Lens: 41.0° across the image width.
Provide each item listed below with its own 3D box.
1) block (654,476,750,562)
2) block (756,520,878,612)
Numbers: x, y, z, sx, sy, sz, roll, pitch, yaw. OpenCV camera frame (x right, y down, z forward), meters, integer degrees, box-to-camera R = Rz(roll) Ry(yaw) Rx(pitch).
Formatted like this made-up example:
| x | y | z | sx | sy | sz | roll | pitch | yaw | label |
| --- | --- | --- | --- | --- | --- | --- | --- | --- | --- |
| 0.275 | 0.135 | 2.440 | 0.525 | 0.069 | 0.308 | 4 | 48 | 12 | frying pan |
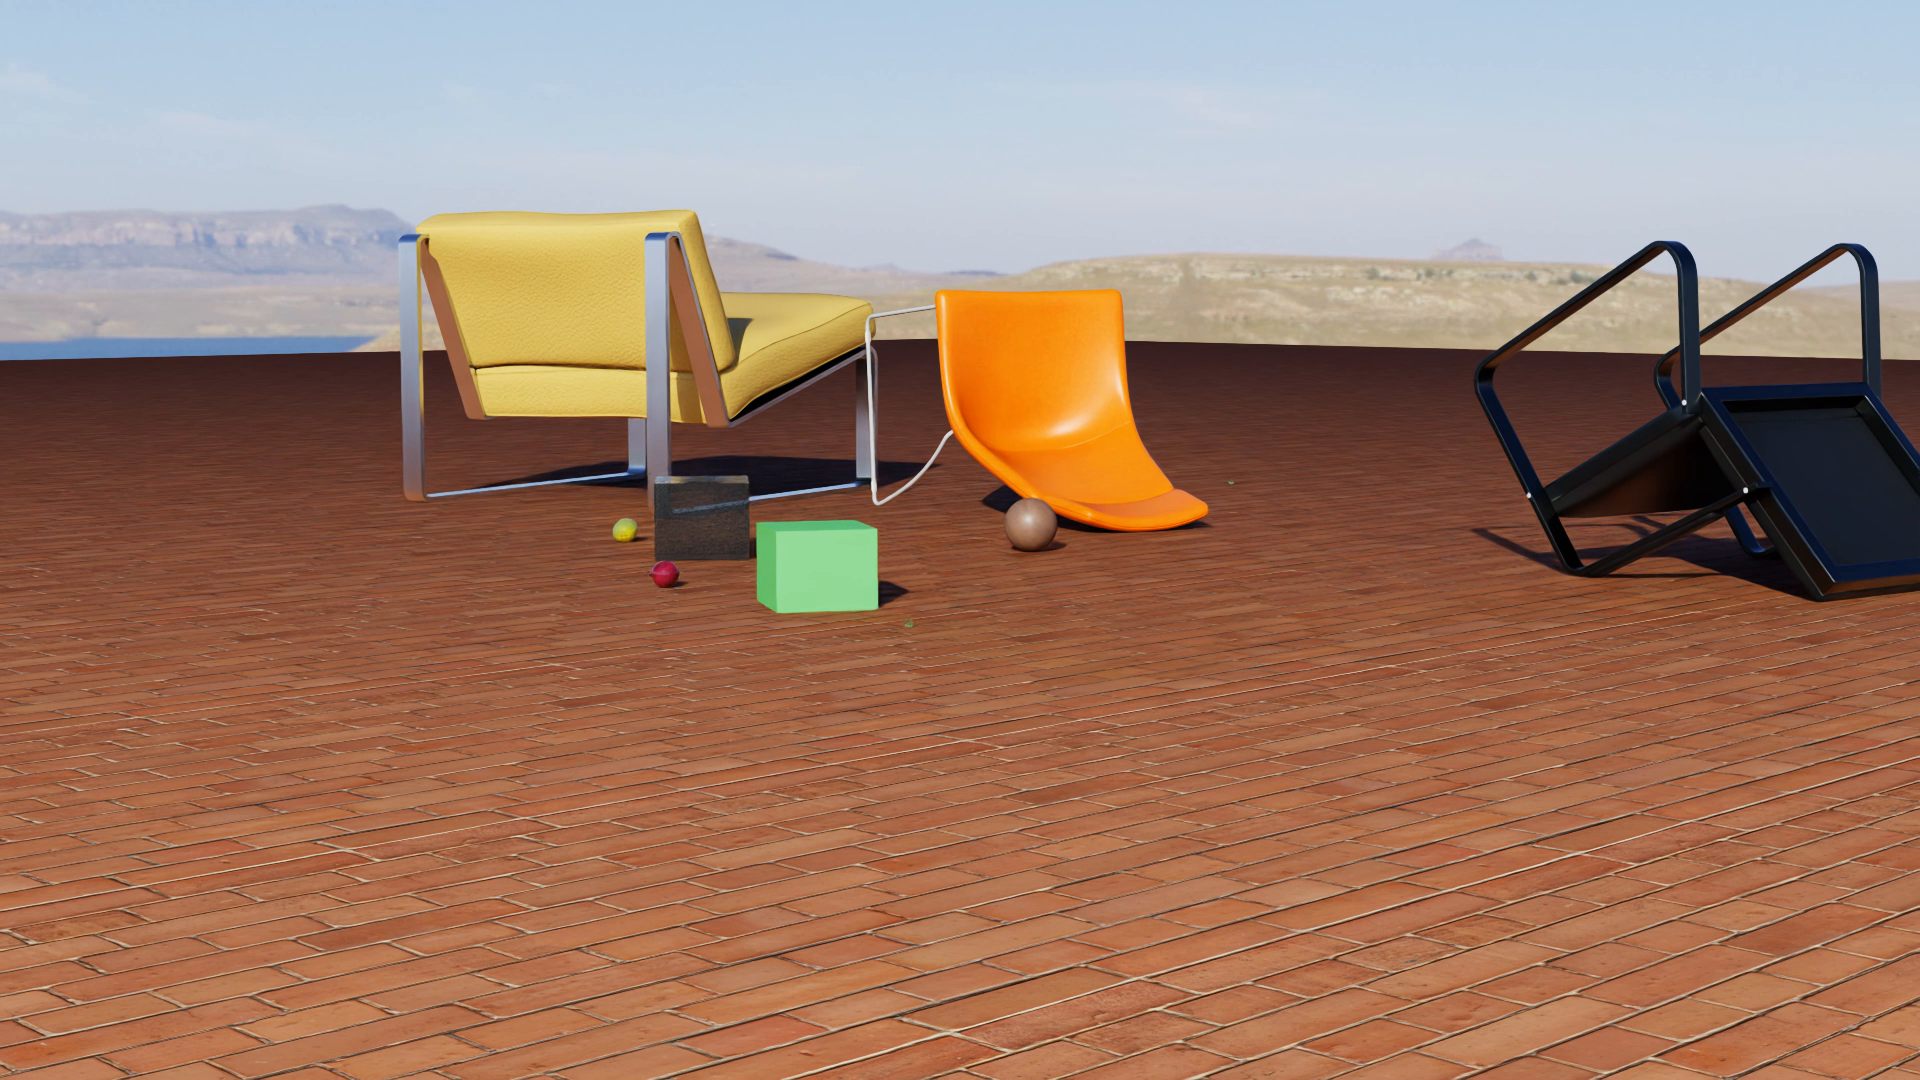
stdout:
| x | y | z | sx | sy | sz | roll | pitch | yaw | label |
| --- | --- | --- | --- | --- | --- | --- | --- | --- | --- |
| -0.607 | -0.052 | 6.042 | 0.218 | 0.180 | 0.220 | -1 | 6 | -5 | block |
| -0.288 | 0.051 | 5.142 | 0.204 | 0.160 | 0.197 | -2 | 6 | -16 | block |
